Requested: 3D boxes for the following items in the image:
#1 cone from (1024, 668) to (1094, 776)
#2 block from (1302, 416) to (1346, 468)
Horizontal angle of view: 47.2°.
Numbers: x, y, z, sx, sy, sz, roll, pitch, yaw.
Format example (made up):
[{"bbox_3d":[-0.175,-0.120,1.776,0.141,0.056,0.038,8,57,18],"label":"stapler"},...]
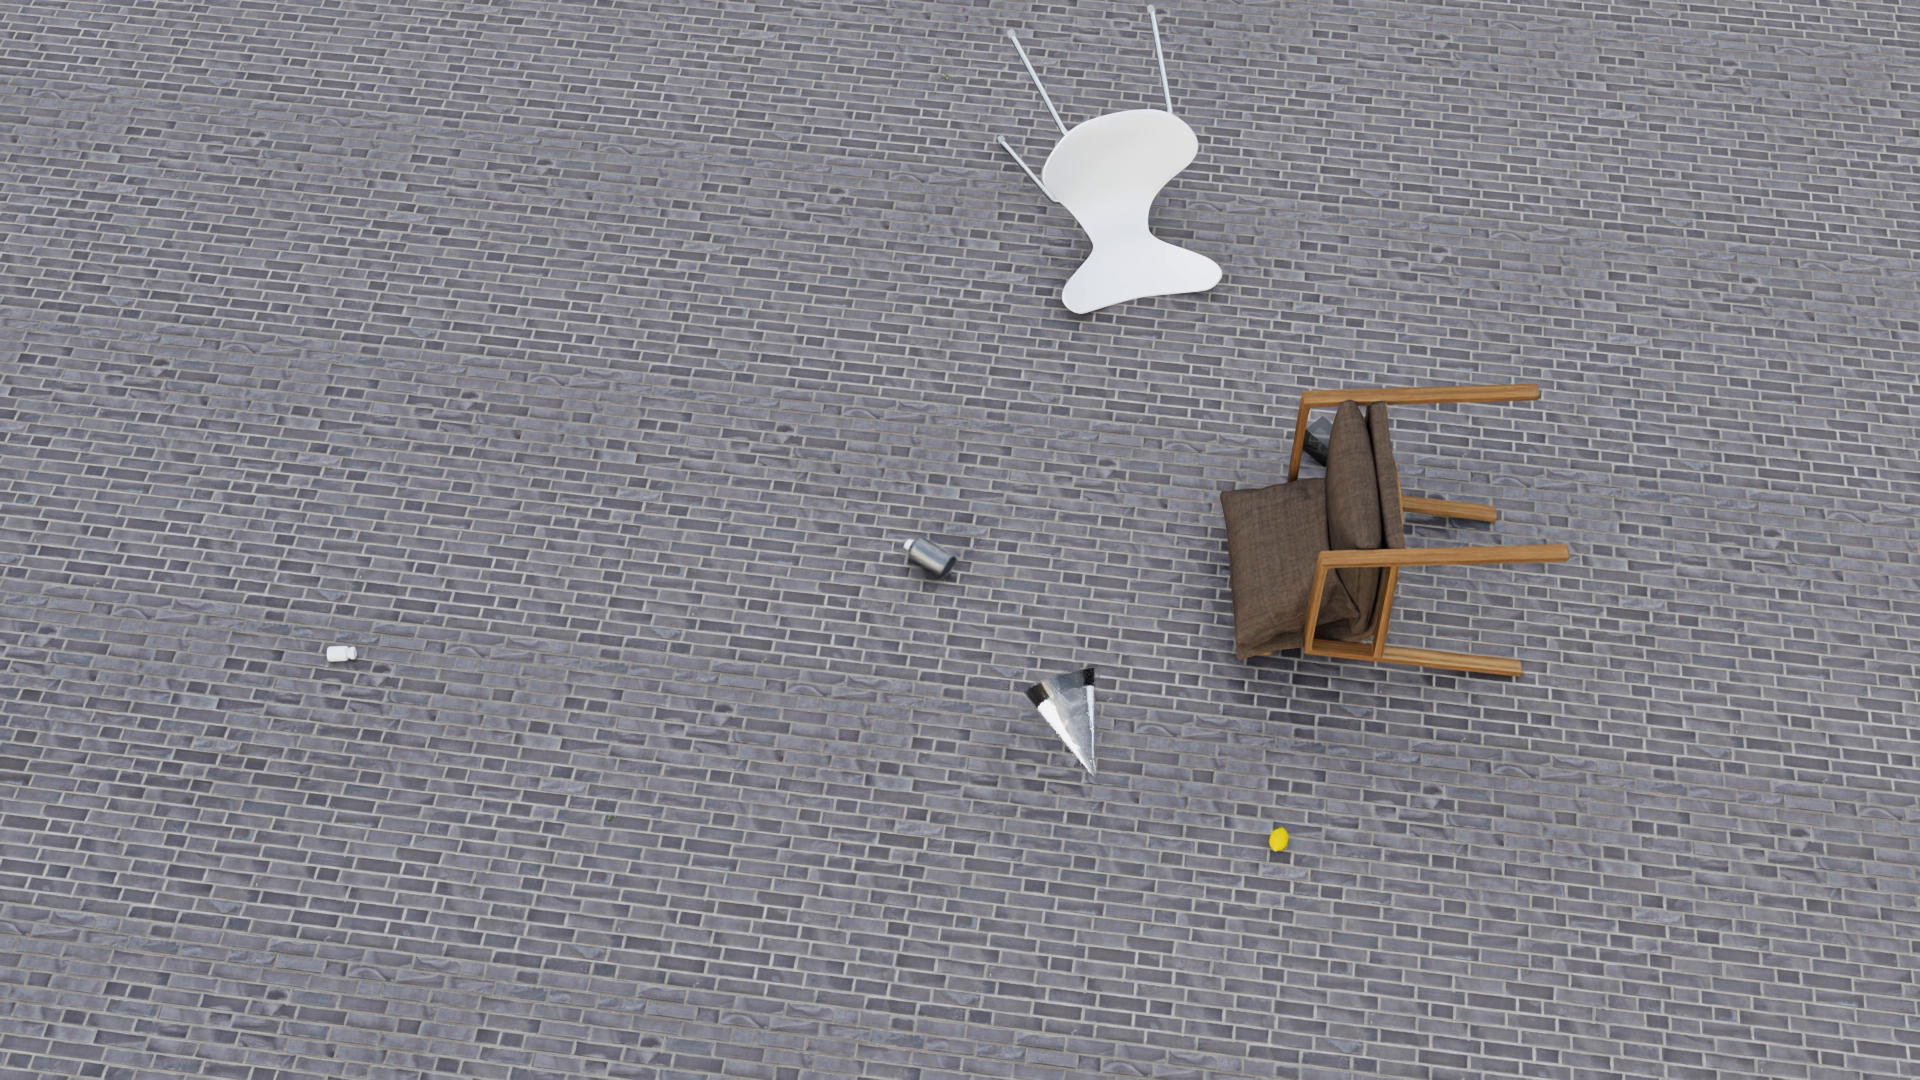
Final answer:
[{"bbox_3d":[0.327,0.530,6.157,0.203,0.225,0.286,-25,77,27],"label":"cone"},{"bbox_3d":[1.111,-0.300,6.716,0.075,0.098,0.099,-36,63,-22],"label":"block"}]
